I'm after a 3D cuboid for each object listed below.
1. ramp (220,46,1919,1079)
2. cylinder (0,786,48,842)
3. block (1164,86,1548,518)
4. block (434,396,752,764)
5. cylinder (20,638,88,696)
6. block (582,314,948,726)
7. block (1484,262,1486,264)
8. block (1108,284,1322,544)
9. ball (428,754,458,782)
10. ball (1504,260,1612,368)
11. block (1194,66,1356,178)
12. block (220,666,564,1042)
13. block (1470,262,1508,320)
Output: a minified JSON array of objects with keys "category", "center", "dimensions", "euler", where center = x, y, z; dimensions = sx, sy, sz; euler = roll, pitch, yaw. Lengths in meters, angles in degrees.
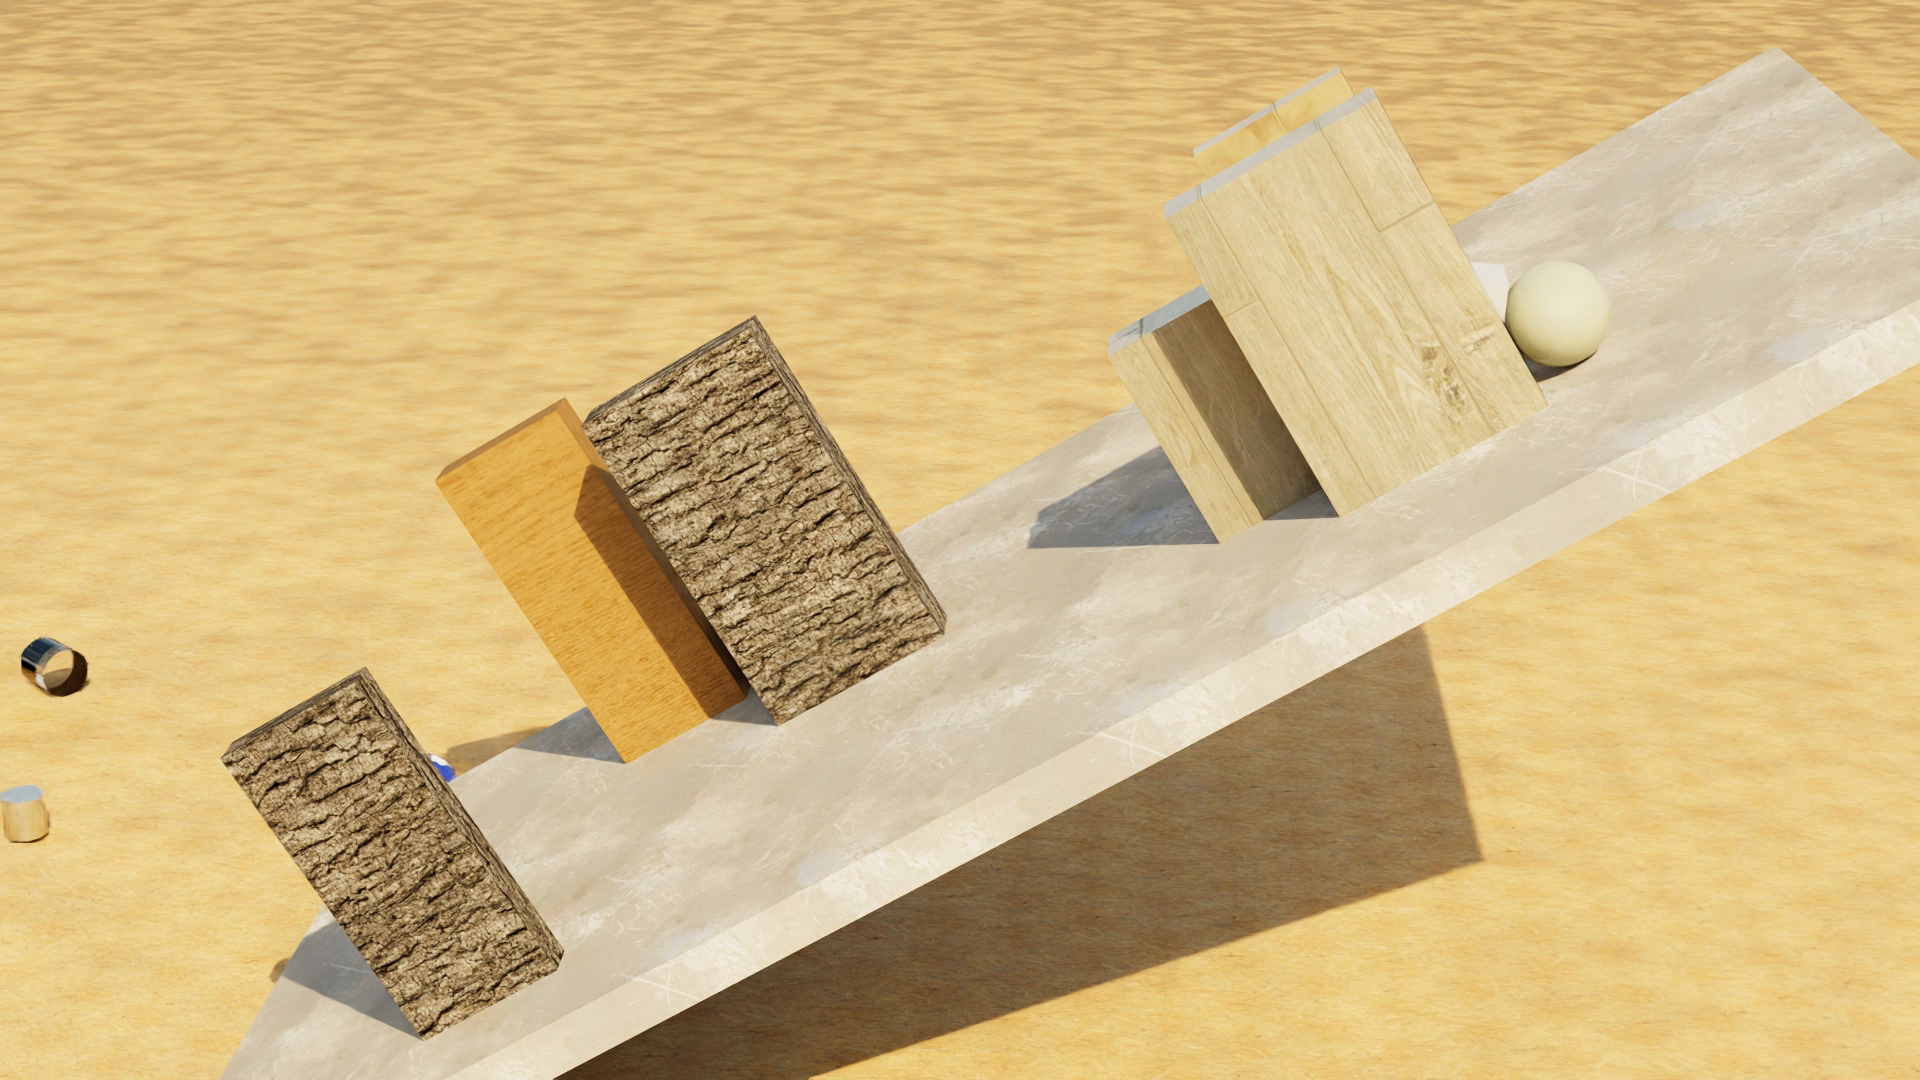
[{"category":"ramp","center":[0.142,0.168,6.287],"dimensions":[4.000,0.100,2.000],"euler":[-29,15,12]},{"category":"cylinder","center":[-2.470,0.722,7.765],"dimensions":[0.111,0.111,0.111],"euler":[-1,19,0]},{"category":"block","center":[0.742,-0.441,5.512],"dimensions":[0.441,0.670,0.123],"euler":[-29,15,12]},{"category":"block","center":[-0.833,0.098,6.732],"dimensions":[0.332,0.795,0.108],"euler":[-29,15,12]},{"category":"cylinder","center":[-2.698,0.377,8.759],"dimensions":[0.143,0.143,0.143],"euler":[-17,25,-40]},{"category":"block","center":[-0.414,-0.036,6.326],"dimensions":[0.422,0.788,0.123],"euler":[-29,15,12]},{"category":"block","center":[1.042,-0.441,5.929],"dimensions":[0.152,0.152,0.152],"euler":[-30,15,8]},{"category":"block","center":[0.587,-0.299,5.812],"dimensions":[0.422,0.445,0.149],"euler":[-29,15,12]},{"category":"ball","center":[-1.434,0.660,7.894],"dimensions":[0.173,0.173,0.173],"euler":[0,19,0]},{"category":"ball","center":[1.137,-0.430,5.597],"dimensions":[0.203,0.203,0.203],"euler":[0,19,0]},{"category":"block","center":[0.832,-0.796,6.862],"dimensions":[0.385,0.480,0.082],"euler":[-29,15,12]},{"category":"block","center":[-1.109,0.621,5.775],"dimensions":[0.320,0.703,0.085],"euler":[-29,15,12]},{"category":"block","center":[0.968,-0.447,5.645],"dimensions":[0.142,0.142,0.142],"euler":[5,20,4]}]
